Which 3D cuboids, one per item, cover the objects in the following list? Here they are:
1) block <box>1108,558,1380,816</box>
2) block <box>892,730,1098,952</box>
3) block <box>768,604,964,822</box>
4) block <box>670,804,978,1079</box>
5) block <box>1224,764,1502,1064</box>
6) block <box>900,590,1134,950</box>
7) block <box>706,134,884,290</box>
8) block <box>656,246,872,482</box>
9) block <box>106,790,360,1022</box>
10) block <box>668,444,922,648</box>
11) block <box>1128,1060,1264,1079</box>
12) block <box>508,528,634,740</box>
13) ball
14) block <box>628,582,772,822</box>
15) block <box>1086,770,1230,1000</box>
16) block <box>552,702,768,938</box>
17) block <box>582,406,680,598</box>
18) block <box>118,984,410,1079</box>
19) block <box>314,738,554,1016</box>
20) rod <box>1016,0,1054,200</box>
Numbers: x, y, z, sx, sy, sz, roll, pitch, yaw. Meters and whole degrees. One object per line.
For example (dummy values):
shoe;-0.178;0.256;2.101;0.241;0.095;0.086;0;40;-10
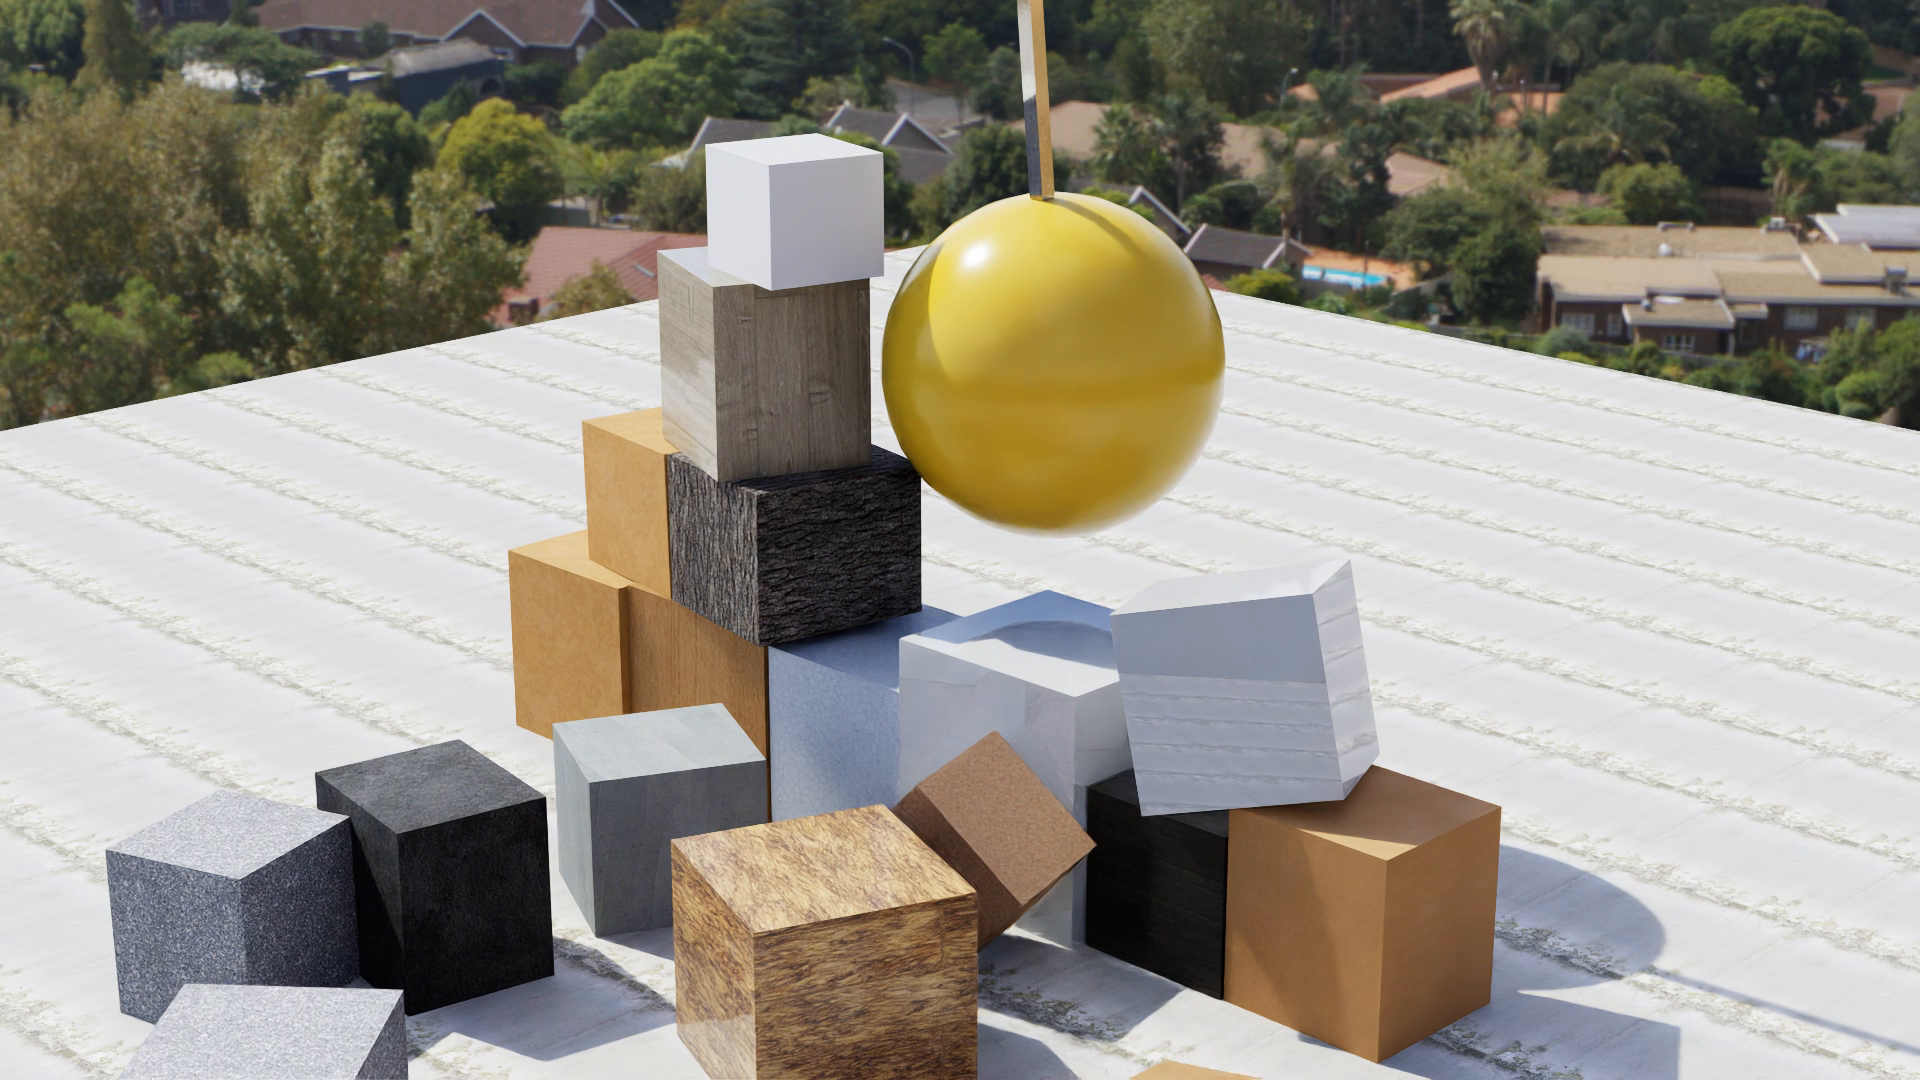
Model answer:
block;1.191;0.606;12.163;0.851;0.846;0.737;-7;8;20
block;0.022;1.351;12.448;0.657;0.660;0.642;48;36;8
block;-0.250;0.922;13.902;0.948;0.905;0.888;-17;24;-42
block;-0.542;1.680;11.562;0.911;0.863;0.954;-8;19;-23
block;1.654;1.504;12.090;0.770;0.881;0.798;-17;24;-42
block;0.447;1.004;13.203;1.058;1.168;0.972;16;24;42
block;-0.759;-1.515;13.468;0.585;0.568;0.622;-10;20;-30
block;-0.930;-0.867;13.883;0.759;0.918;0.858;-7;19;-21
block;-3.008;1.554;12.177;0.685;0.733;0.712;8;19;25
block;-0.787;-0.034;13.989;0.901;0.734;0.825;-12;21;-33
block;0.840;2.188;10.137;0.556;0.583;0.661;7;2;22
block;-1.629;0.493;15.176;1.034;0.960;0.896;-17;24;-42
ball;0.429;-0.805;13.538;1.600;1.600;1.600;0;17;0
block;-0.928;0.686;14.543;0.989;0.971;1.013;-17;24;-42
block;1.102;1.404;12.649;0.810;0.736;0.762;-17;24;-42
block;-1.347;1.245;13.167;0.790;0.730;0.750;-6;18;-19
block;-1.308;-0.230;14.631;0.824;0.725;0.822;-13;20;-33
block;-2.446;2.104;10.387;0.807;0.757;0.801;1;17;3
block;-2.234;1.419;12.468;0.676;0.817;0.814;-12;21;-34
rod;0.186;-3.959;12.292;0.080;5.200;0.080;17;30;42
